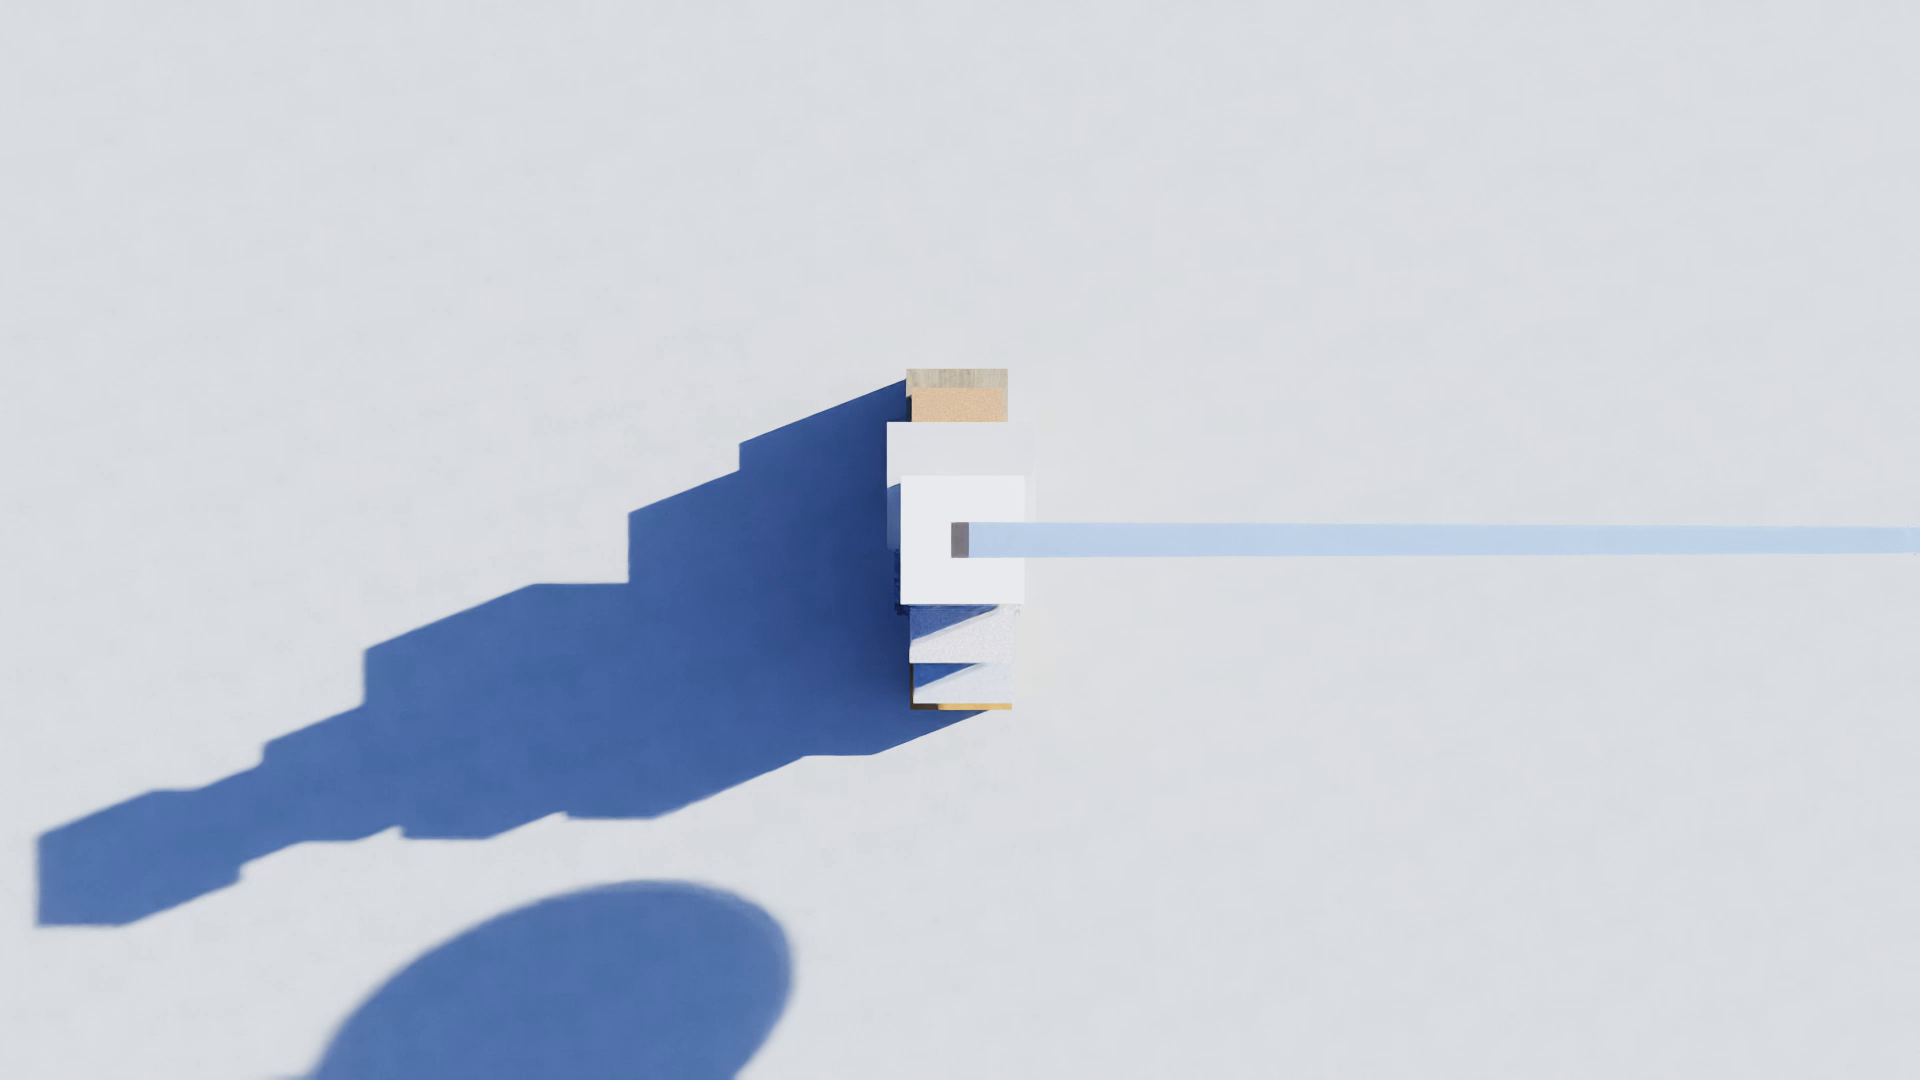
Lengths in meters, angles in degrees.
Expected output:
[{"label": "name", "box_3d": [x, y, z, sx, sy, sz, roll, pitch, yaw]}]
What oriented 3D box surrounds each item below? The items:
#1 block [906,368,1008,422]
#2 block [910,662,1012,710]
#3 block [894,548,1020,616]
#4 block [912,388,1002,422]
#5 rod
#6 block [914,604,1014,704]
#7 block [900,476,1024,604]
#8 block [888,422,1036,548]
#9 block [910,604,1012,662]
[{"label": "block", "box_3d": [-0.016, -0.666, 12.665, 0.570, 0.670, 0.590, 0, 90, 0]}, {"label": "block", "box_3d": [0.005, 0.695, 12.729, 0.574, 0.542, 0.533, 0, 90, 0]}, {"label": "block", "box_3d": [-0.015, 0.029, 12.594, 0.699, 0.813, 0.779, 0, 90, 0]}, {"label": "block", "box_3d": [-0.015, -0.593, 12.098, 0.490, 0.464, 0.454, 0, 90, 0]}, {"label": "rod", "box_3d": [2.234, 0.000, 6.251, 5.200, 0.080, 0.080, 0, 90, -31]}, {"label": "block", "box_3d": [0.020, 0.557, 11.898, 0.531, 0.598, 0.567, 0, 94, 0]}, {"label": "block", "box_3d": [0.011, 0.000, 9.769, 0.535, 0.471, 0.557, 0, 90, 0]}, {"label": "block", "box_3d": [0.007, -0.270, 11.227, 0.736, 0.675, 0.626, 0, 90, 0]}, {"label": "block", "box_3d": [0.004, 0.332, 11.267, 0.509, 0.604, 0.531, 0, 93, 0]}]
